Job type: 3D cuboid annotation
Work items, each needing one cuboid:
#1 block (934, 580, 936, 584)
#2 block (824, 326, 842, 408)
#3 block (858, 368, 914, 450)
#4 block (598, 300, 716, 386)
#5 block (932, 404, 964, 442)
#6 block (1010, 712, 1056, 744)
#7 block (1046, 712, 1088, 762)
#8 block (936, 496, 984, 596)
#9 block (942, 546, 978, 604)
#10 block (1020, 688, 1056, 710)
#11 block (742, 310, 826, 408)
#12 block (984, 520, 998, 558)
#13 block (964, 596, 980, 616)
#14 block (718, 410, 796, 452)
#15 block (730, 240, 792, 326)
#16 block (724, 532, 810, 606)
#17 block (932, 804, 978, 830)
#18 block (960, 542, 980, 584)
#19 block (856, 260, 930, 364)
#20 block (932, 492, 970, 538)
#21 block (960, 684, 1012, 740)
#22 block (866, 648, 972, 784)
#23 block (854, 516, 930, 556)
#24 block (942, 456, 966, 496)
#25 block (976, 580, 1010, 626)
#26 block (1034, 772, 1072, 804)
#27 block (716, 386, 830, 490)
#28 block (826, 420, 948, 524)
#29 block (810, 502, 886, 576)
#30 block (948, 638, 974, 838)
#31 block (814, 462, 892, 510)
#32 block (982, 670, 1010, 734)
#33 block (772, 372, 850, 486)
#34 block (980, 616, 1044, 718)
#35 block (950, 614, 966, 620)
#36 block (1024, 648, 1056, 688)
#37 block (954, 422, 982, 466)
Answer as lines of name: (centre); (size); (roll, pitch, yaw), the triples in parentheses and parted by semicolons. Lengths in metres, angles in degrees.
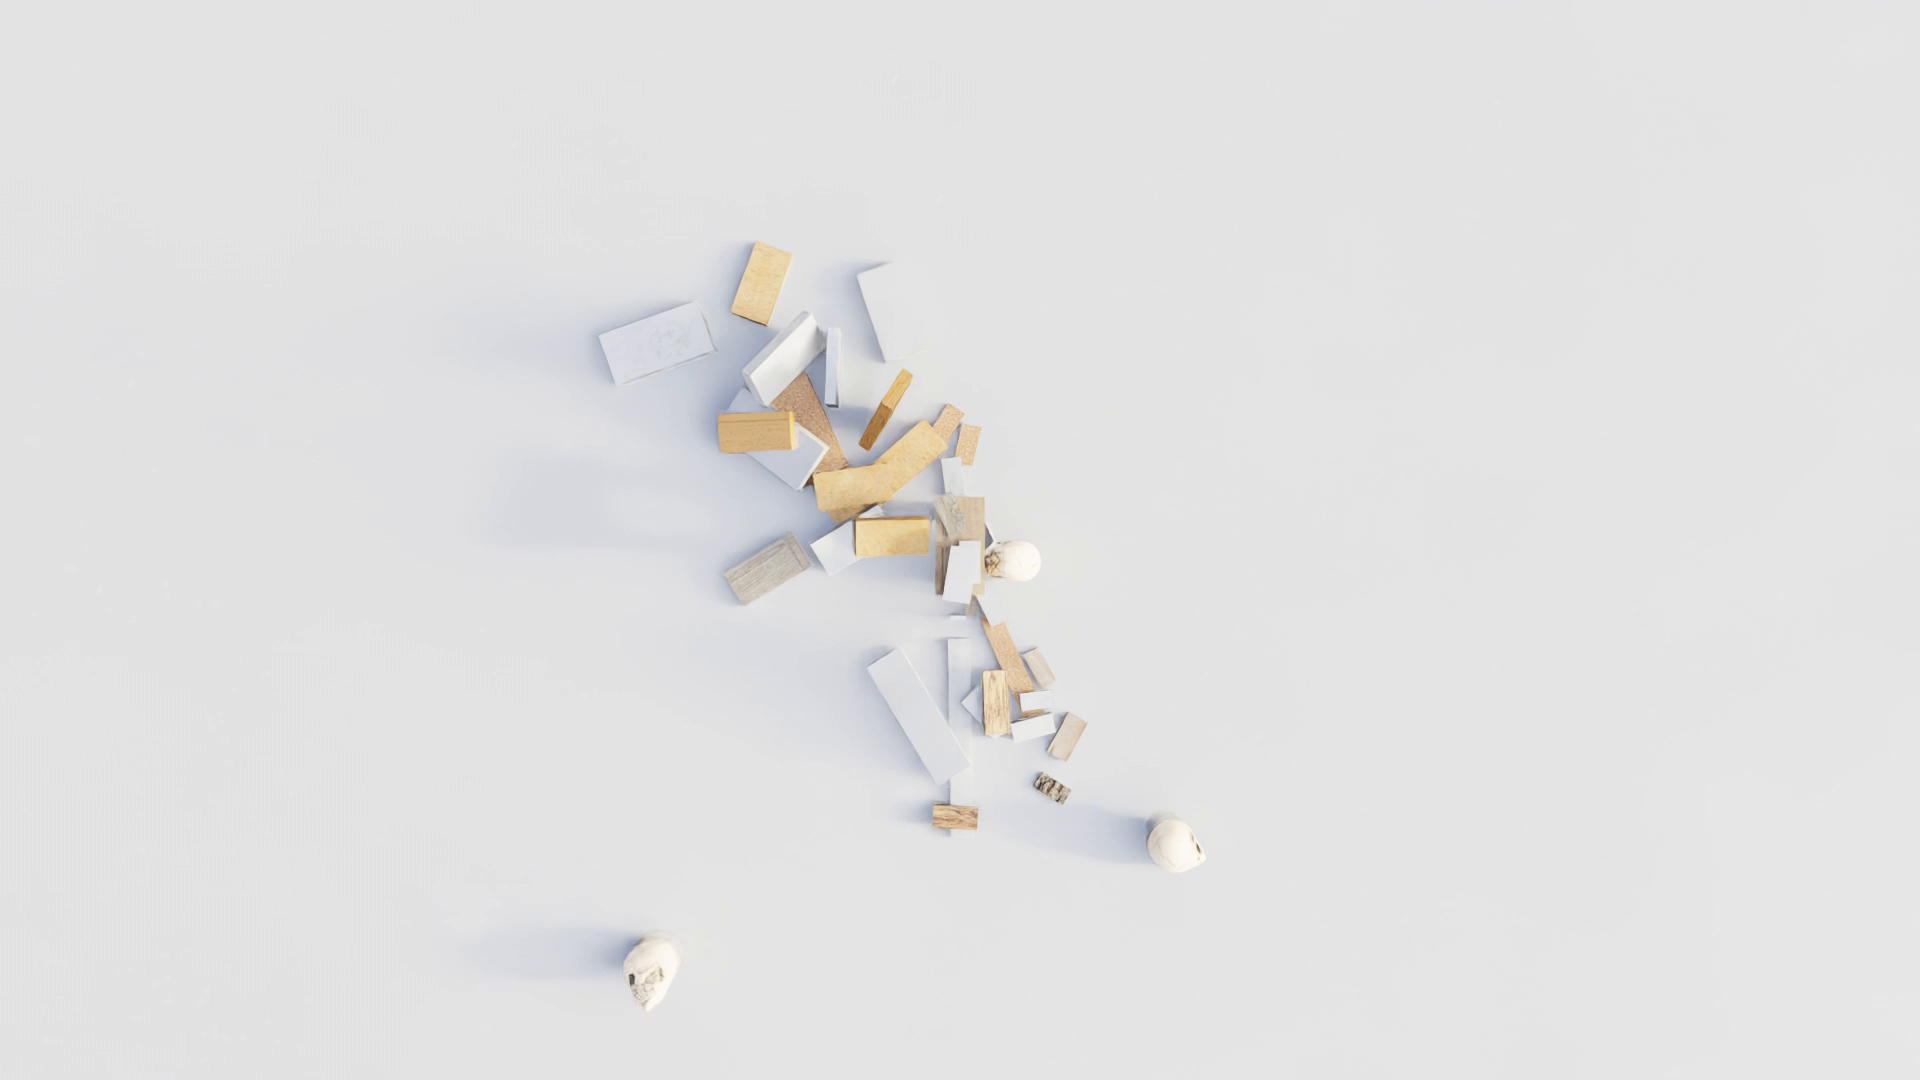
block: (-0.002, 0.121, 5.346); (0.153, 0.307, 0.043); (1, 89, 0)
block: (-0.418, -0.568, 5.437); (0.036, 0.126, 0.251); (2, 90, 0)
block: (-0.241, -0.420, 5.329); (0.043, 0.304, 0.152); (32, 61, -3)
block: (-1.004, -0.653, 5.476); (0.345, 0.049, 0.172); (-20, 90, 0)
block: (-0.046, -0.383, 5.491); (0.065, 0.018, 0.131); (33, 90, 0)
block: (0.242, 0.621, 5.475); (0.142, 0.020, 0.071); (-14, 110, -3)
block: (0.358, 0.656, 5.489); (0.074, 0.021, 0.148); (29, 90, 0)
block: (0.000, 0.019, 5.171); (0.153, 0.043, 0.307); (0, 90, 0)
block: (0.002, 0.108, 5.118); (0.085, 0.024, 0.171); (9, 90, 0)
block: (0.258, 0.531, 5.472); (0.115, 0.016, 0.058); (-7, 90, 0)
block: (-0.571, -0.592, 5.377); (0.043, 0.152, 0.304); (27, 65, 34)
block: (0.079, -0.003, 5.425); (0.066, 0.131, 0.019); (-43, 124, 15)
block: (0.047, 0.202, 5.493); (0.048, 0.014, 0.095); (15, 90, 0)
block: (-0.666, -0.354, 5.398); (0.251, 0.036, 0.126); (-1, 97, 15)
block: (-0.659, -0.852, 5.482); (0.126, 0.036, 0.251); (20, 90, 0)
block: (-0.639, 0.099, 5.482); (0.259, 0.037, 0.130); (-31, 90, 0)
block: (-0.015, 0.920, 5.468); (0.149, 0.021, 0.074); (3, 90, 0)
block: (0.030, 0.069, 5.140); (0.066, 0.019, 0.131); (0, 90, 0)
block: (-0.223, -0.757, 5.478); (0.152, 0.043, 0.304); (-19, 90, 0)
block: (-0.029, -0.079, 5.140); (0.066, 0.019, 0.131); (-25, 90, 0)
block: (0.090, 0.571, 5.475); (0.085, 0.024, 0.171); (-43, 96, -7)
block: (-0.136, 0.584, 5.468); (0.130, 0.037, 0.454); (-32, 87, 2)
block: (-0.225, -0.012, 5.441); (0.245, 0.035, 0.122); (-2, 108, -11)
block: (-0.021, -0.209, 5.480); (0.065, 0.018, 0.131); (-7, 98, 3)
block: (0.105, 0.211, 5.472); (0.071, 0.020, 0.142); (-26, 86, 0)
block: (0.307, 0.828, 5.492); (0.115, 0.016, 0.058); (32, 90, 0)
block: (-0.618, -0.336, 5.431); (0.345, 0.049, 0.172); (37, 105, 8)
block: (-0.247, -0.209, 5.473); (0.446, 0.035, 0.122); (-41, 90, 2)
block: (-0.354, -0.003, 5.455); (0.259, 0.037, 0.130); (-31, 112, -2)
block: (0.002, 0.659, 5.489); (0.074, 0.021, 0.661); (-1, 90, 0)
block: (-0.353, -0.176, 5.436); (0.245, 0.035, 0.122); (-9, 96, 1)
block: (0.120, 0.537, 5.455); (0.086, 0.024, 0.209); (-2, 87, -12)
block: (-0.519, -0.367, 5.476); (0.172, 0.049, 0.345); (-25, 90, 0)
block: (0.176, 0.422, 5.490); (0.071, 0.020, 0.384); (-24, 90, 0)
block: (-0.006, 0.255, 5.452); (0.048, 0.095, 0.014); (2, 90, 0)
block: (0.266, 0.425, 5.492); (0.058, 0.016, 0.128); (-29, 90, 0)
block: (0.025, -0.318, 5.491); (0.065, 0.018, 0.131); (14, 90, 0)
